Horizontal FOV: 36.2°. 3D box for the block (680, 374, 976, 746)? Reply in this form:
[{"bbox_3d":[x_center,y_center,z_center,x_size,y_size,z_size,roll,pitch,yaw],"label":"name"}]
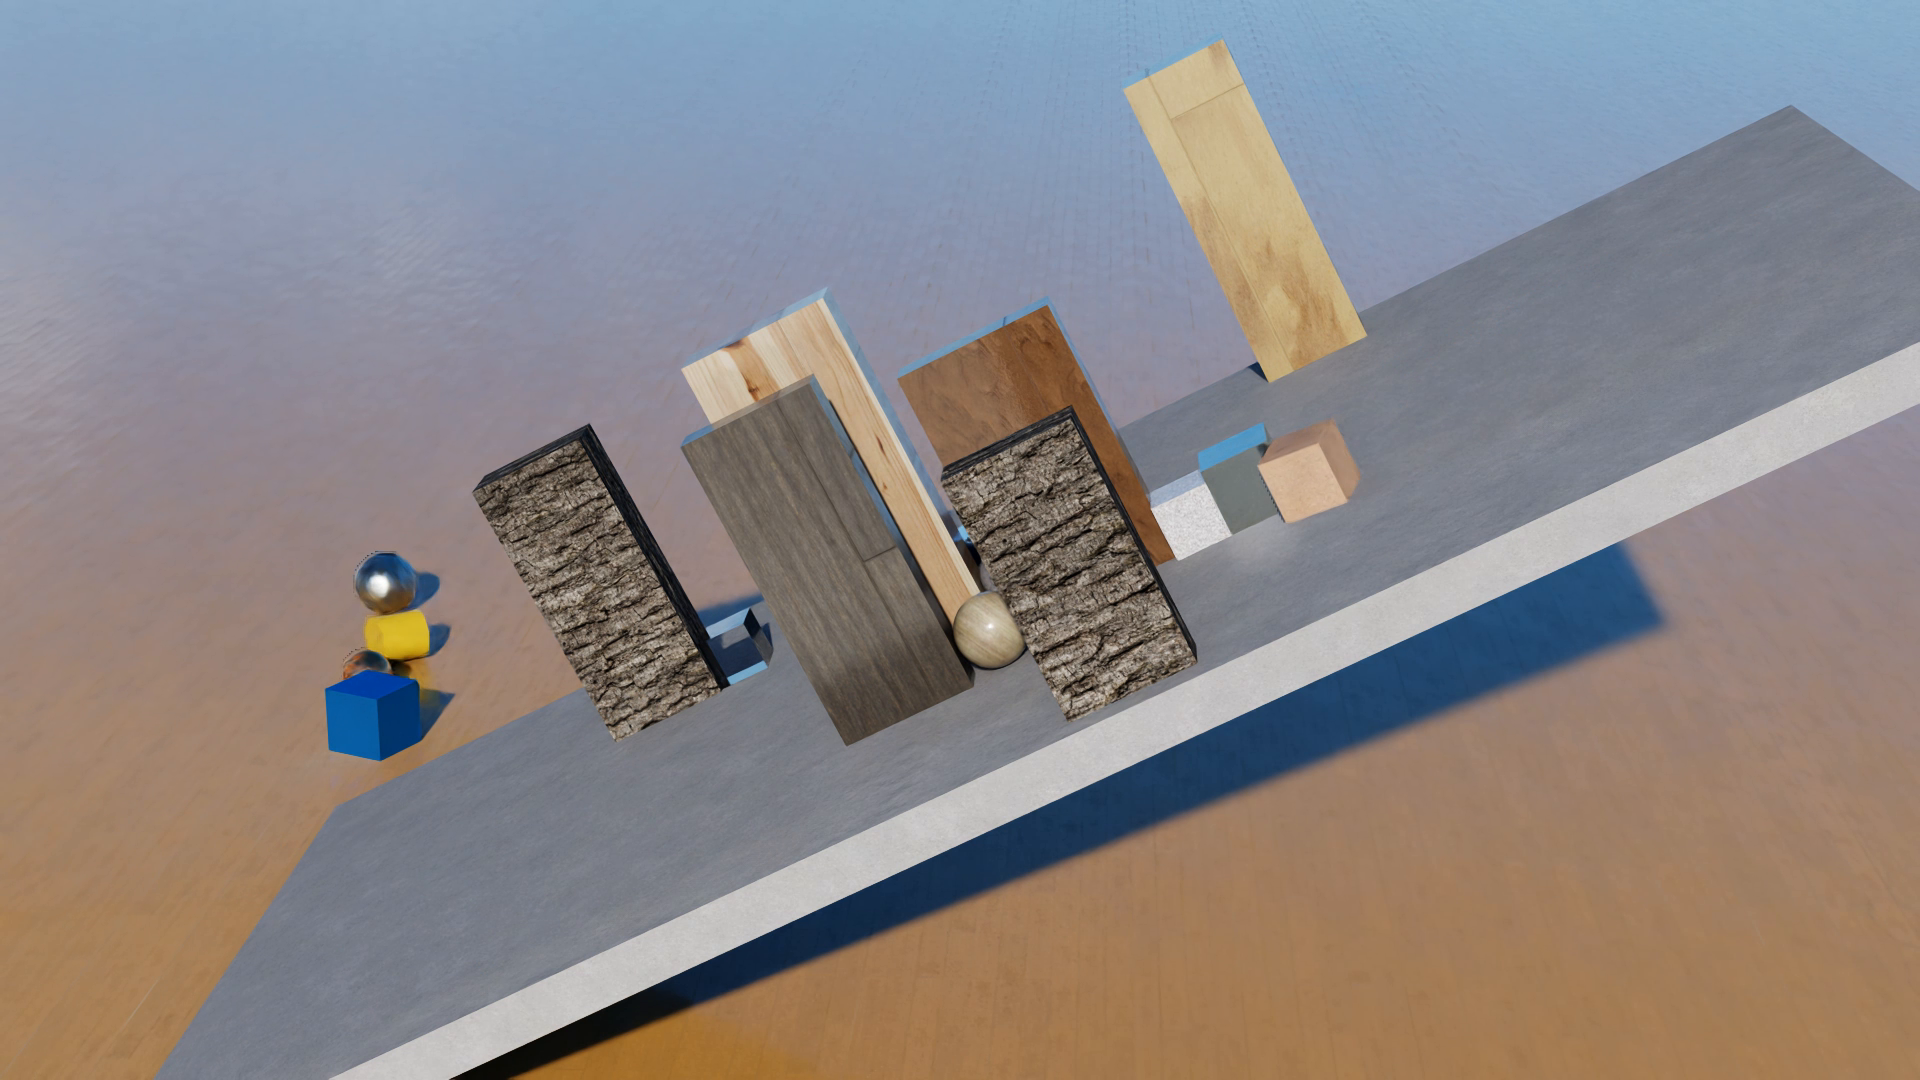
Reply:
[{"bbox_3d":[-0.257,0.044,5.820,0.287,0.694,0.082,-26,14,10],"label":"block"}]

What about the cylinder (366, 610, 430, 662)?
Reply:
[{"bbox_3d":[-1.705,0.295,8.920,0.146,0.146,0.146,-11,20,-31],"label":"cylinder"}]

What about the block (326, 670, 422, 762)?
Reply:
[{"bbox_3d":[-1.639,0.489,8.221,0.181,0.181,0.181,9,19,27],"label":"block"}]

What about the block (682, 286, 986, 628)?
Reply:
[{"bbox_3d":[-0.242,-0.101,6.131,0.330,0.781,0.115,-26,14,10],"label":"block"}]

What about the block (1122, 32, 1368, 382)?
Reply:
[{"bbox_3d":[0.662,-0.772,6.836,0.252,0.768,0.149,-26,14,10],"label":"block"}]

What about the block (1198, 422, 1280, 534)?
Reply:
[{"bbox_3d":[0.583,-0.125,5.960,0.147,0.147,0.147,-26,14,10],"label":"block"}]

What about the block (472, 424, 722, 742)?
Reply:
[{"bbox_3d":[-0.821,0.100,6.758,0.279,0.670,0.144,-26,14,10],"label":"block"}]

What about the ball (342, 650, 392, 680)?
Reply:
[{"bbox_3d":[-1.732,0.393,8.601,0.145,0.145,0.145,0,17,0],"label":"ball"}]

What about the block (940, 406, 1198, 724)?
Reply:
[{"bbox_3d":[0.199,0.045,5.319,0.260,0.509,0.101,-26,14,10],"label":"block"}]

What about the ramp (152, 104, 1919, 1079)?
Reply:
[{"bbox_3d":[0.140,0.168,6.281,4.000,0.100,2.000,-26,14,10],"label":"ramp"}]

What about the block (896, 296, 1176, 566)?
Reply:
[{"bbox_3d":[0.159,-0.157,5.973,0.338,0.584,0.087,-26,14,10],"label":"block"}]

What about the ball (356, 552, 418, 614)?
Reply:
[{"bbox_3d":[-1.823,0.139,9.353,0.195,0.195,0.195,0,17,0],"label":"ball"}]

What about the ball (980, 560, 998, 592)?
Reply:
[{"bbox_3d":[0.116,0.065,6.168,0.151,0.151,0.151,0,17,0],"label":"ball"}]

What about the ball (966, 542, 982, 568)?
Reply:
[{"bbox_3d":[0.019,0.078,6.314,0.149,0.149,0.149,0,17,0],"label":"ball"}]

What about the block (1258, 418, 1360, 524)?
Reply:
[{"bbox_3d":[0.692,-0.136,5.816,0.134,0.134,0.134,-21,15,27],"label":"block"}]

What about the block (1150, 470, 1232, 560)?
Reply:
[{"bbox_3d":[0.469,-0.053,5.974,0.122,0.122,0.122,-26,14,10],"label":"block"}]

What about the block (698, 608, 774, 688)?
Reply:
[{"bbox_3d":[-0.517,0.249,6.794,0.119,0.119,0.119,-25,14,10],"label":"block"}]

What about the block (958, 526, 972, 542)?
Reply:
[{"bbox_3d":[0.057,0.028,6.464,0.129,0.129,0.129,-31,14,-11],"label":"block"}]

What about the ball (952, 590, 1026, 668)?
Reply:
[{"bbox_3d":[0.063,0.178,5.853,0.154,0.154,0.154,0,17,0],"label":"ball"}]
